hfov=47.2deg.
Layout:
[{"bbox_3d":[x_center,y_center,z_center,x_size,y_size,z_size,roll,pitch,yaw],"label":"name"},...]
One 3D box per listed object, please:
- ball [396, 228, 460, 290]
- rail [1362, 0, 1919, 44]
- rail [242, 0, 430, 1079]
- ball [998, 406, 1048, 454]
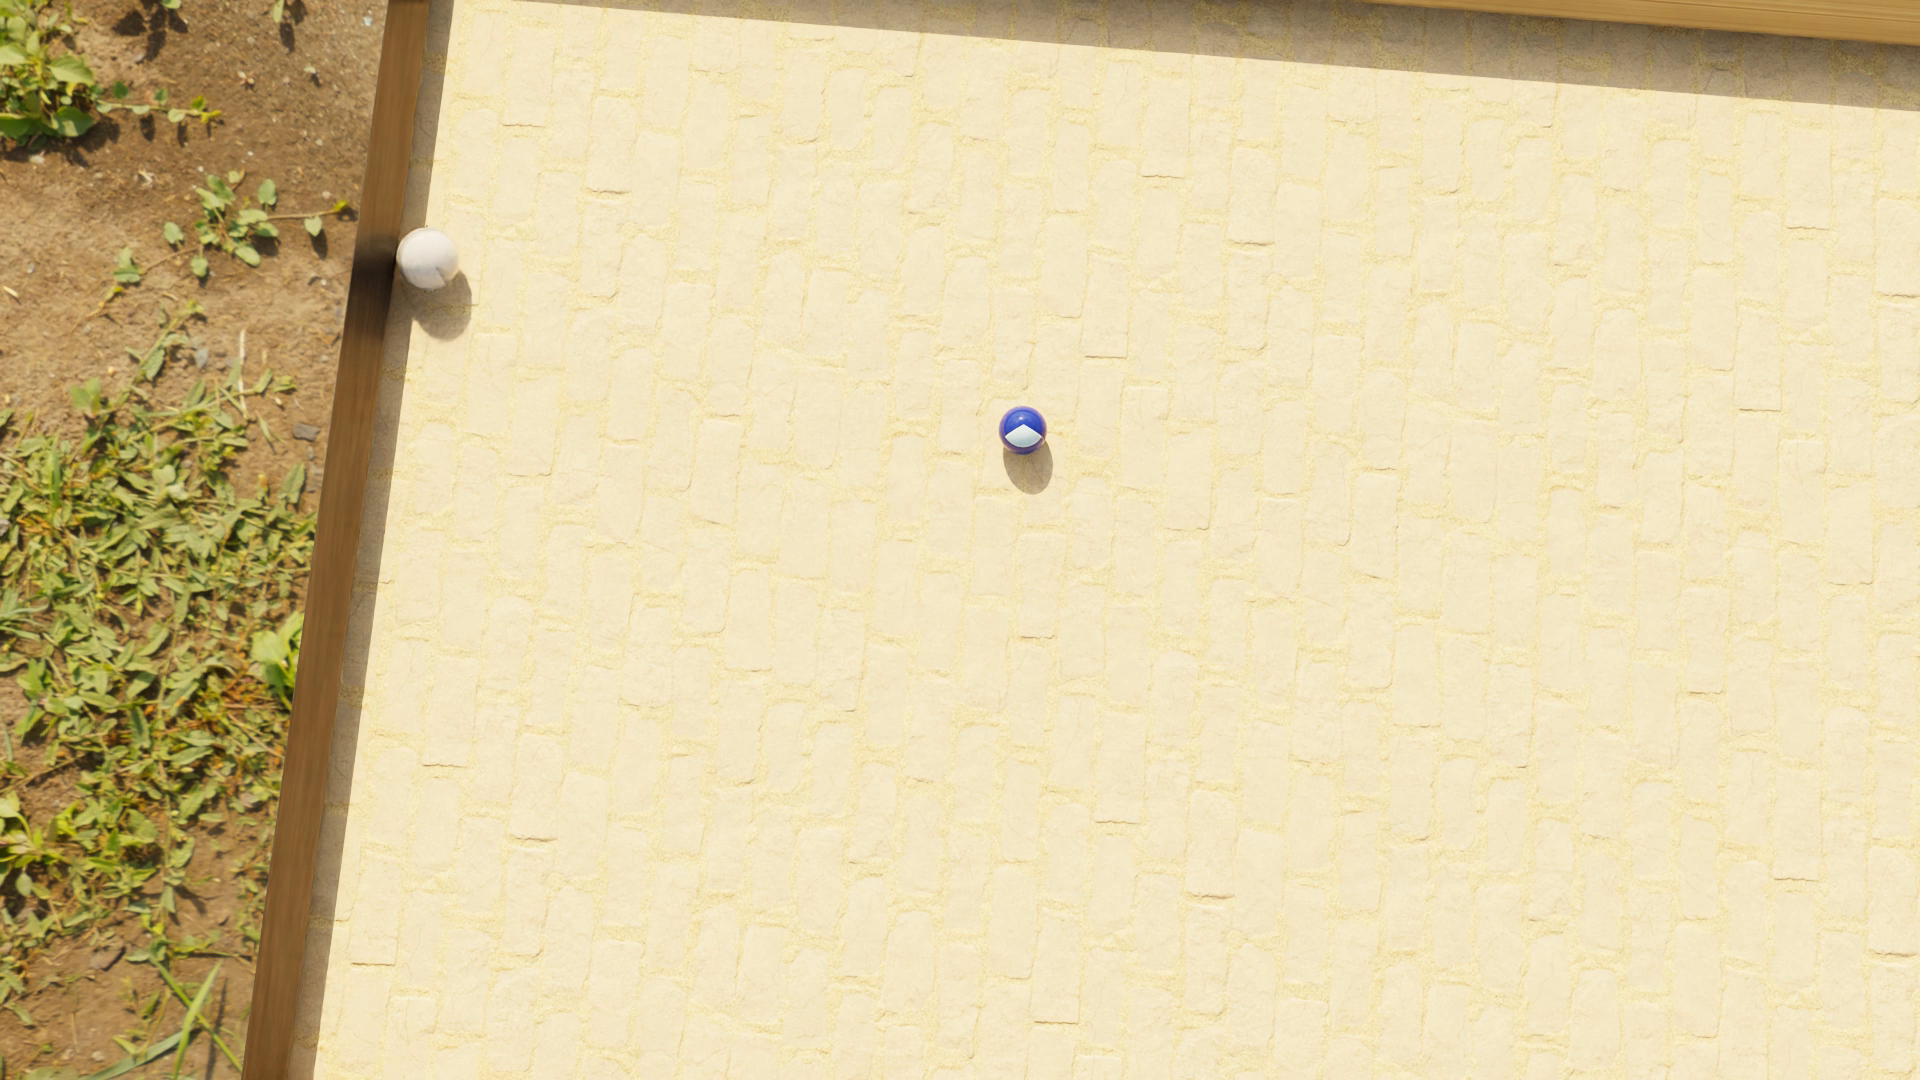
[{"bbox_3d":[-0.809,-0.428,3.346,0.094,0.094,0.094,0,80,0],"label":"ball"},{"bbox_3d":[1.007,-0.824,3.400,3.736,0.123,0.045,5,80,1],"label":"rail"},{"bbox_3d":[-0.907,-0.078,3.269,0.045,0.123,1.876,5,80,1],"label":"rail"},{"bbox_3d":[0.095,-0.165,3.310,0.075,0.075,0.075,0,80,0],"label":"ball"}]
